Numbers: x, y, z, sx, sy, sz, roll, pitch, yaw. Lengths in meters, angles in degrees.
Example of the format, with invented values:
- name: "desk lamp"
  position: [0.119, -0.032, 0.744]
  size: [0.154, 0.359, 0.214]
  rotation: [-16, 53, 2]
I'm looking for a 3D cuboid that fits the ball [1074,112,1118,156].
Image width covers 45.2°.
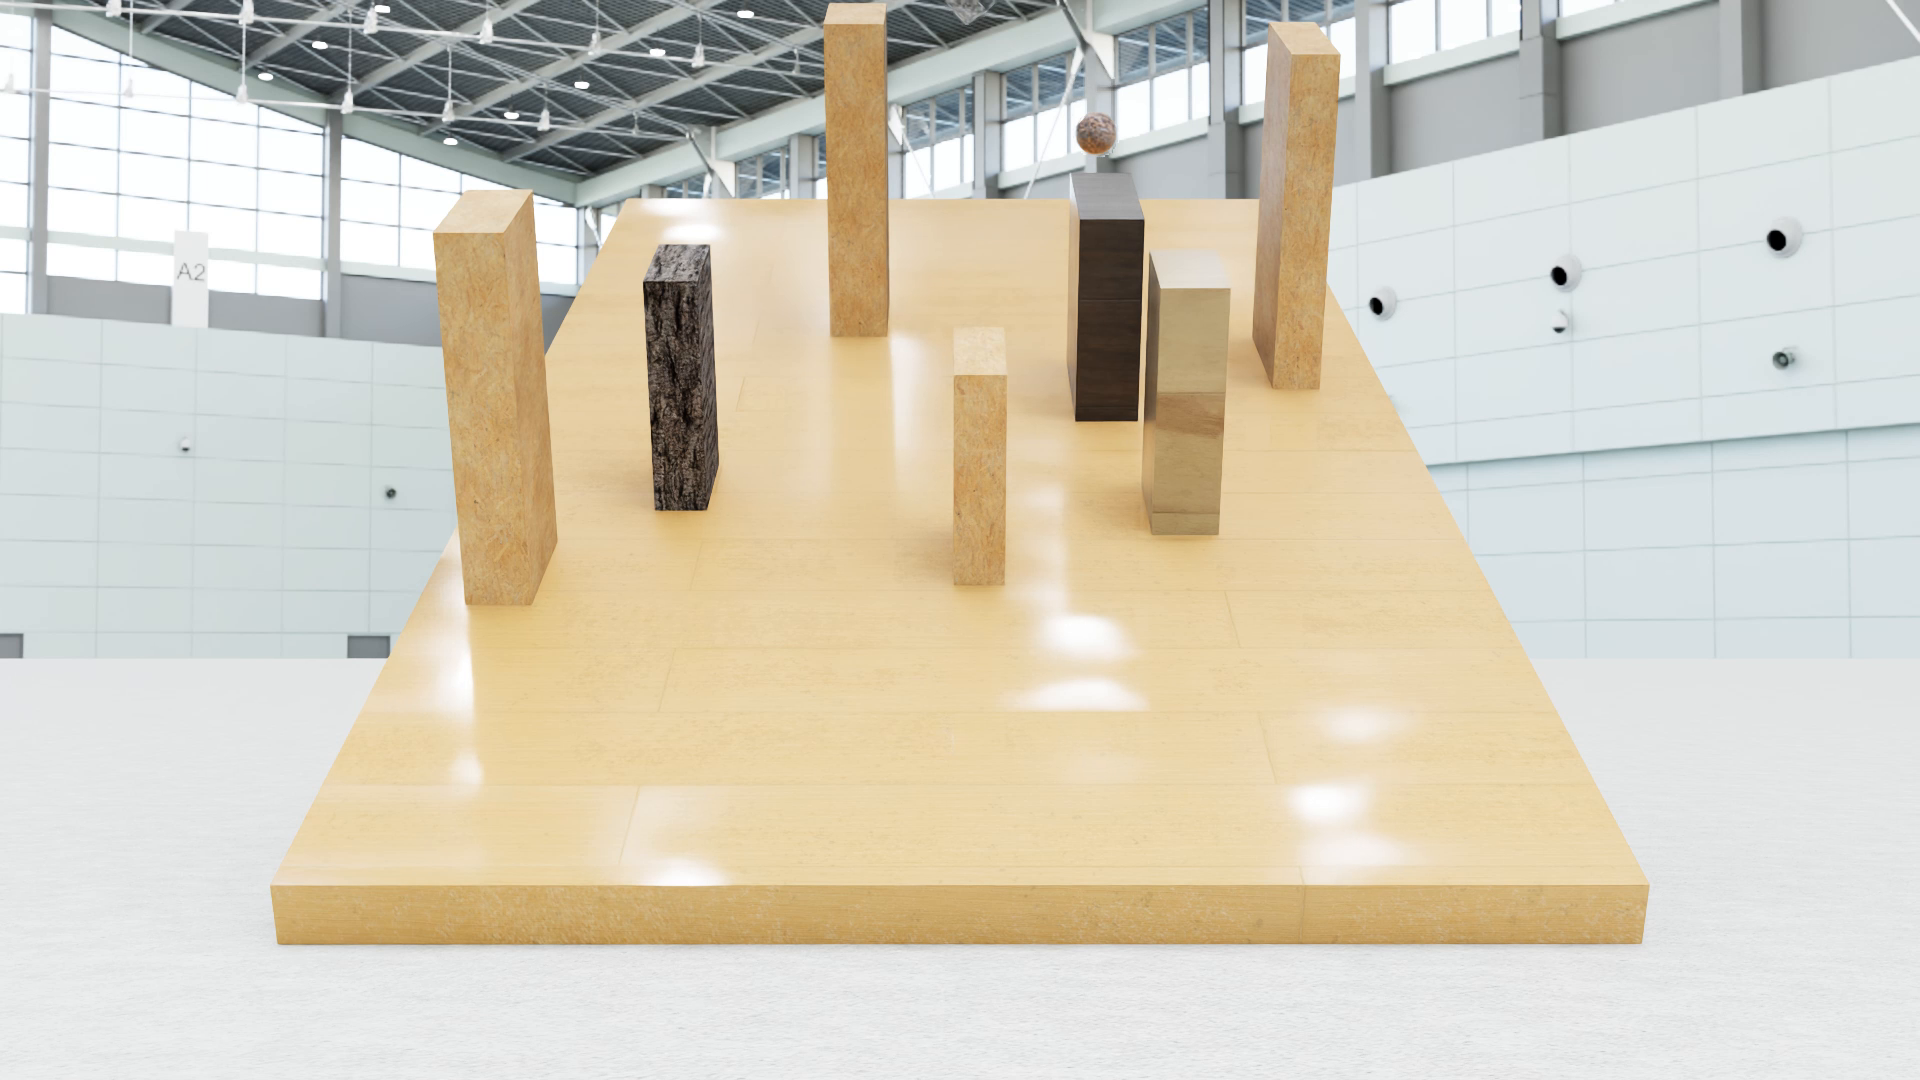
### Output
- name: "ball"
  position: [0.379, -1.135, 6.439]
  size: [0.119, 0.119, 0.119]
  rotation: [0, -3, 0]

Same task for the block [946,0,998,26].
- name: "block"
  position: [0.047, -1.606, 6.631]
  size: [0.154, 0.154, 0.154]
  rotation: [-46, 14, -19]

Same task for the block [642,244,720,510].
- name: "block"
  position: [-0.567, -0.334, 4.713]
  size: [0.106, 0.482, 0.271]
  rotation: [0, 23, 0]

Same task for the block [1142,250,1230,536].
- name: "block"
  position: [0.446, -0.296, 4.595]
  size: [0.133, 0.507, 0.274]
  rotation: [0, 23, 0]

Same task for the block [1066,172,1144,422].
- name: "block"
  position: [0.329, -0.563, 5.287]
  size: [0.141, 0.465, 0.427]
  rotation: [0, 23, 0]

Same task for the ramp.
- name: "ramp"
  position: [-0.007, -0.224, 5.207]
  size: [2.000, 0.100, 4.000]
  rotation: [0, 23, 0]

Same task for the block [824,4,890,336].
- name: "block"
  position: [-0.253, -0.920, 5.739]
  size: [0.142, 0.773, 0.290]
  rotation: [0, 23, 0]

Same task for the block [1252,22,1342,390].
- name: "block"
  position: [0.785, -0.789, 5.424]
  size: [0.109, 0.780, 0.403]
  rotation: [0, 23, 0]

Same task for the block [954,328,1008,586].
- name: "block"
  position: [0.036, -0.162, 4.388]
  size: [0.097, 0.416, 0.288]
  rotation: [0, 23, 0]

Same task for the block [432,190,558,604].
- name: "block"
  position: [-0.850, -0.264, 4.254]
  size: [0.123, 0.704, 0.305]
  rotation: [0, 23, 0]
